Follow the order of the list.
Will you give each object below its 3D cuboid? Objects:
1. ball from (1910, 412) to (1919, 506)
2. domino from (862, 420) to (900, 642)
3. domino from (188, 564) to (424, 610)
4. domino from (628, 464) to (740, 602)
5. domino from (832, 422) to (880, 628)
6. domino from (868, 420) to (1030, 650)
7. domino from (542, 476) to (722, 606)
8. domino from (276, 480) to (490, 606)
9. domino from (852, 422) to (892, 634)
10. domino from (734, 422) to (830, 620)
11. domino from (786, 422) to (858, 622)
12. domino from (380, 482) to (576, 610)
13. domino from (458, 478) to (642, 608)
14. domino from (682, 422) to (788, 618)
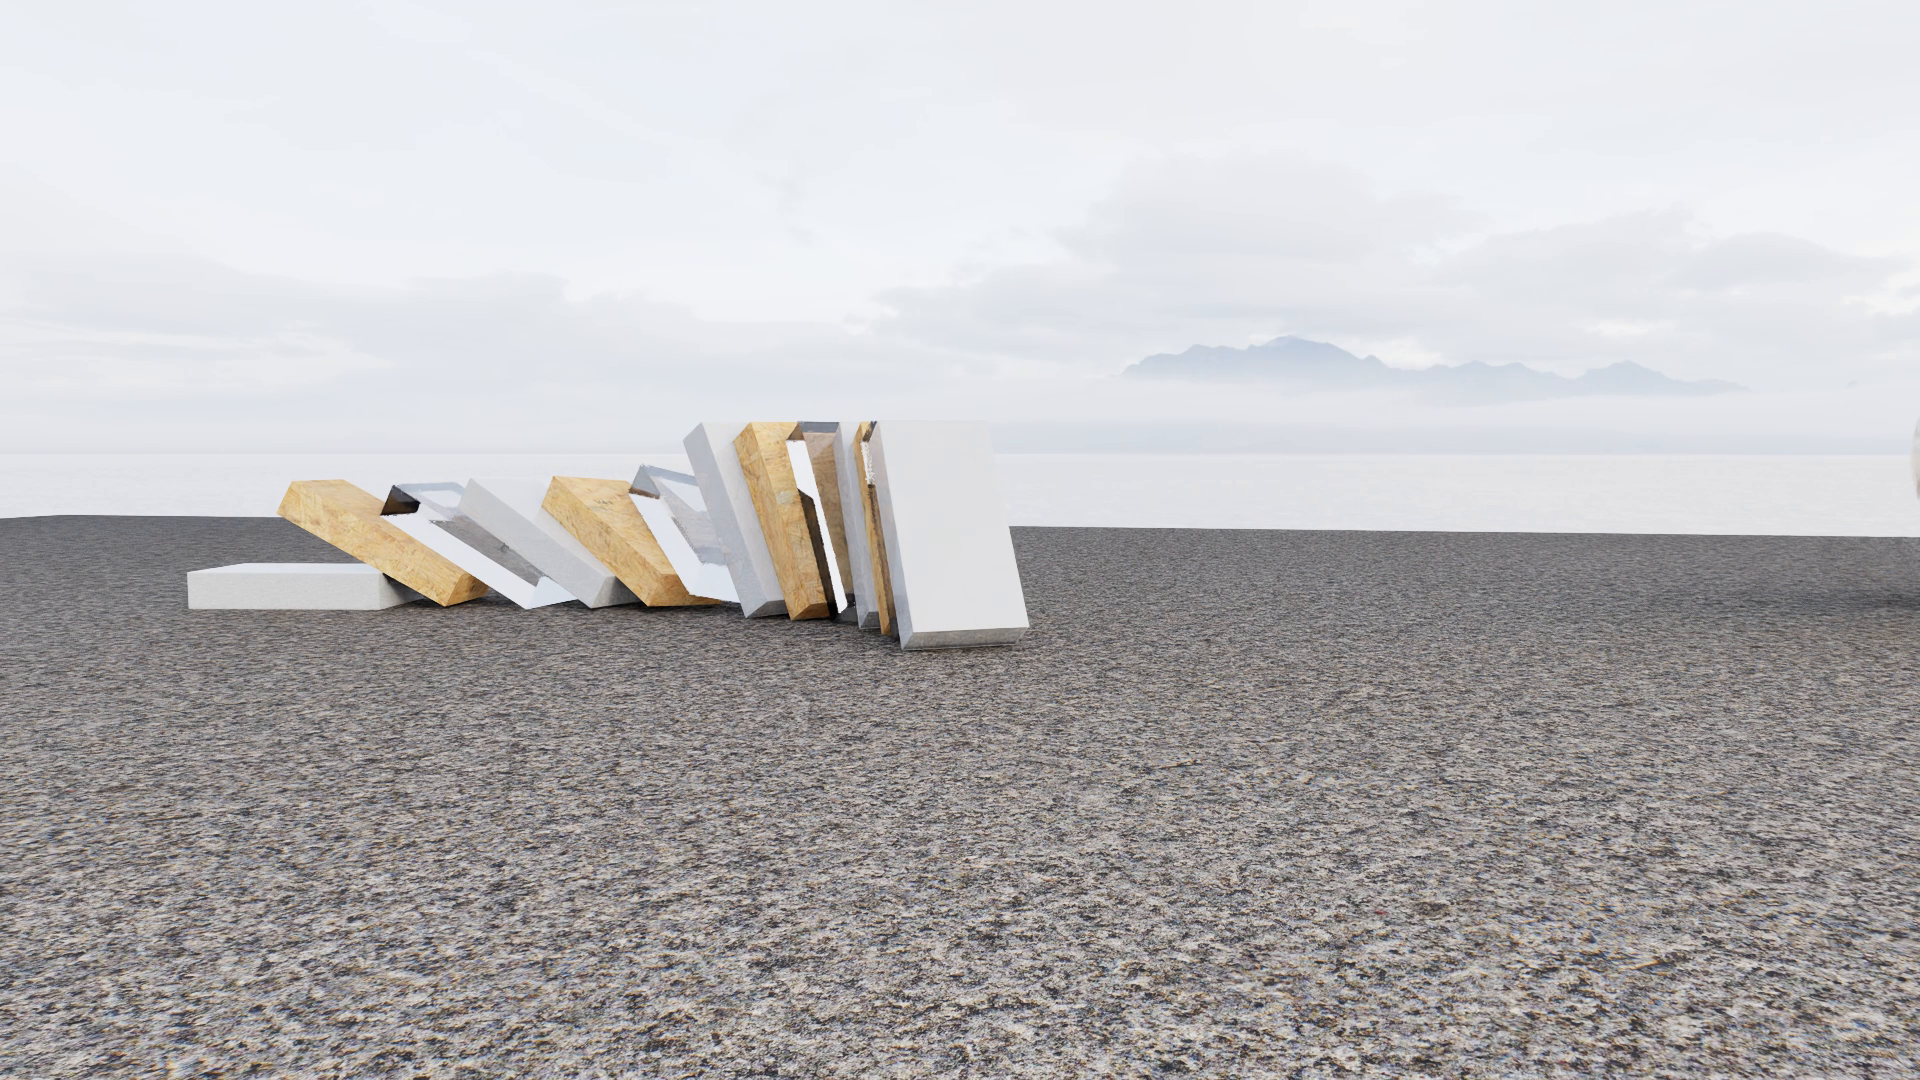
[{"bbox_3d":[0.294,-0.022,0.330,0.080,0.080,0.080,0,4,0],"label":"ball"},{"bbox_3d":[-0.005,-0.003,0.286,0.025,0.050,0.009,-1,-27,-19],"label":"domino"},{"bbox_3d":[-0.174,0.012,0.342,0.050,0.010,0.025,0,4,2],"label":"domino"},{"bbox_3d":[-0.067,-0.002,0.340,0.025,0.010,0.050,13,23,-40],"label":"domino"},{"bbox_3d":[-0.014,-0.004,0.306,0.025,0.050,0.009,-1,-27,-19],"label":"domino"},{"bbox_3d":[-0.003,-0.002,0.275,0.025,0.050,0.009,-1,-27,-19],"label":"domino"},{"bbox_3d":[-0.086,0.000,0.342,0.050,0.009,0.025,36,19,30],"label":"domino"},{"bbox_3d":[-0.152,0.000,0.343,0.050,0.009,0.025,29,5,1],"label":"domino"},{"bbox_3d":[-0.008,-0.004,0.297,0.025,0.050,0.009,-1,-27,-19],"label":"domino"},{"bbox_3d":[-0.037,-0.006,0.322,0.025,0.050,0.009,-4,-24,-42],"label":"domino"},{"bbox_3d":[-0.024,-0.005,0.316,0.025,0.050,0.010,-2,-26,-32],"label":"domino"},{"bbox_3d":[-0.127,0.001,0.346,0.050,0.009,0.025,30,12,12],"label":"domino"},{"bbox_3d":[-0.107,0.000,0.345,0.050,0.009,0.025,33,14,17],"label":"domino"},{"bbox_3d":[-0.050,-0.006,0.326,0.025,0.050,0.009,-5,-24,-48],"label":"domino"}]
